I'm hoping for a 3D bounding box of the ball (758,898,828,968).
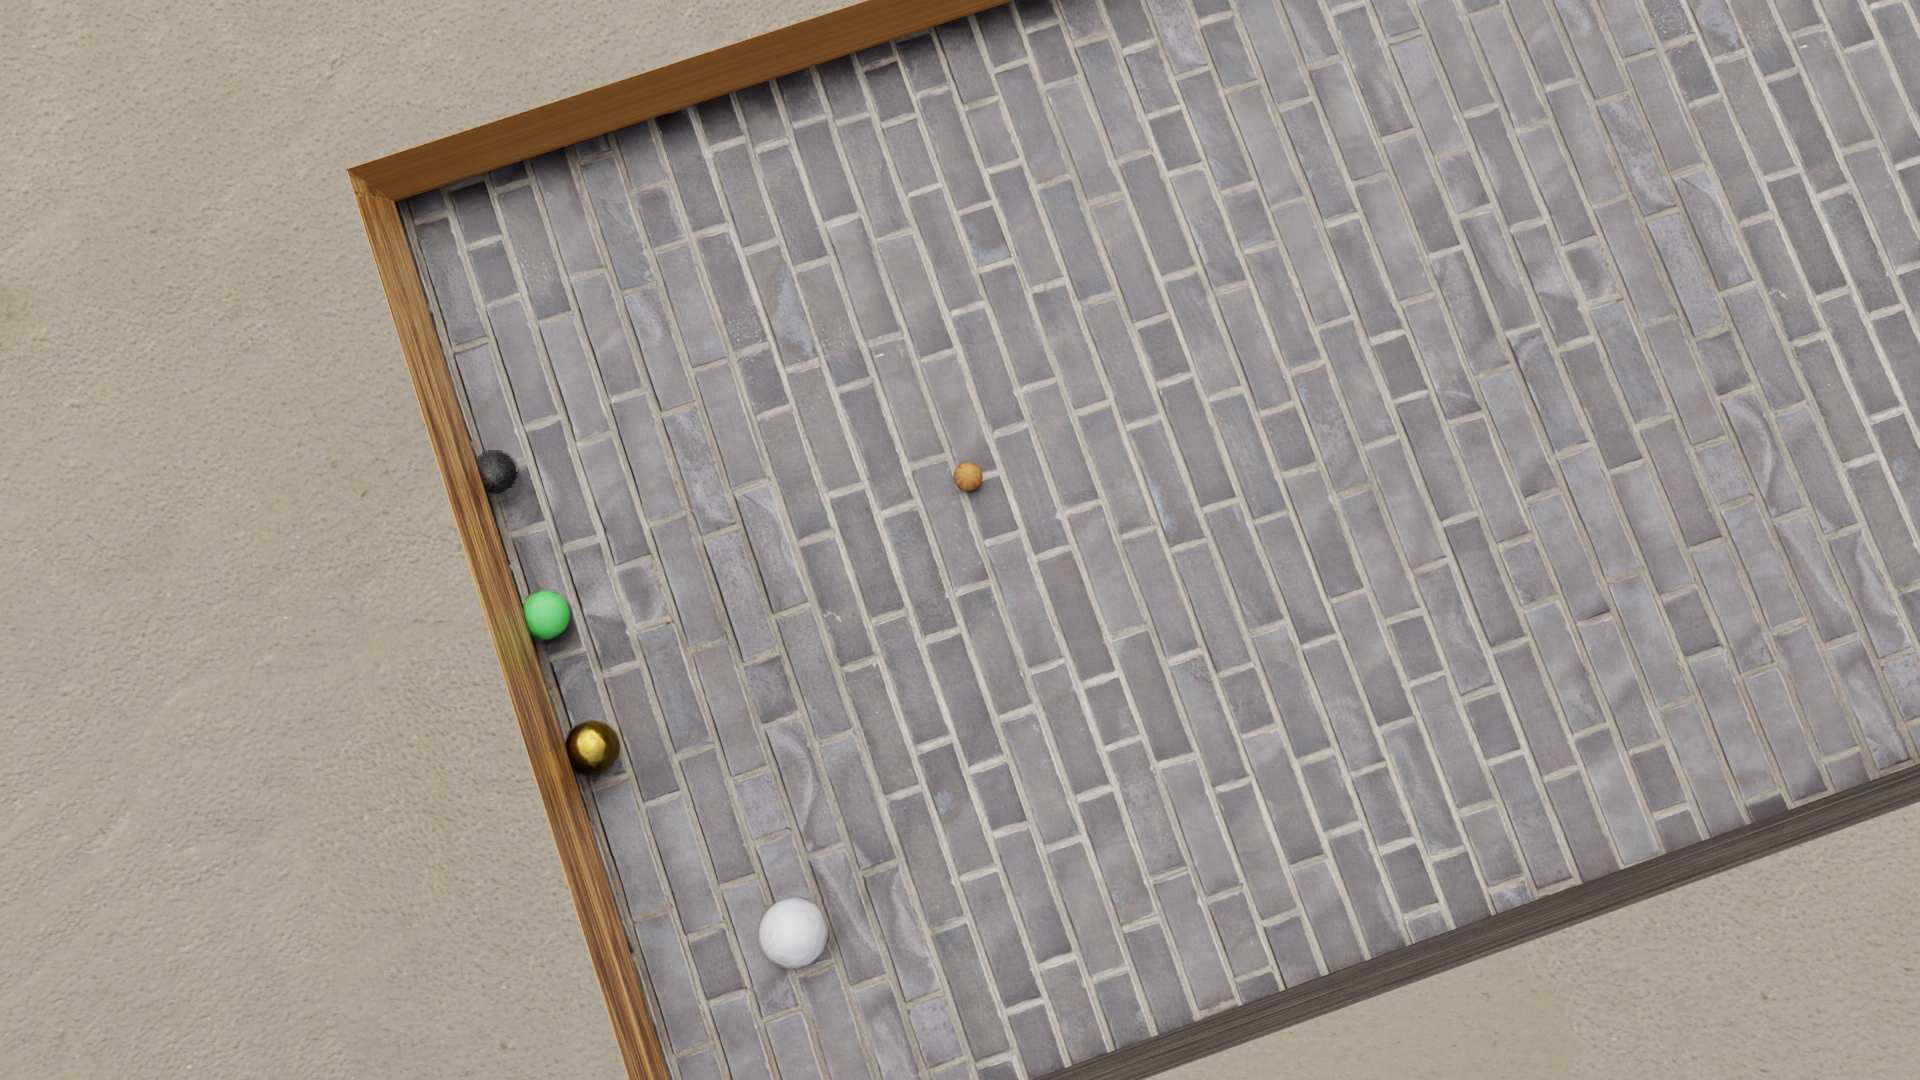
[{"bbox_3d":[-0.240,0.566,3.169,0.099,0.099,0.099,0,80,0],"label":"ball"}]

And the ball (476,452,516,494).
[{"bbox_3d":[-0.700,-0.101,3.311,0.063,0.063,0.063,0,80,0],"label":"ball"}]

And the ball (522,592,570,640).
[{"bbox_3d":[-0.615,0.112,3.267,0.072,0.072,0.072,0,80,0],"label":"ball"}]

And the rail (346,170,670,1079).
[{"bbox_3d":[-0.631,0.209,3.219,0.045,0.129,1.640,-19,80,-3],"label":"rail"}]

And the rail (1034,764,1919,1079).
[{"bbox_3d":[0.914,0.512,3.163,2.765,0.129,0.045,-19,80,-3],"label":"rail"}]

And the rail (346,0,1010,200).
[{"bbox_3d":[0.393,-0.967,3.436,2.765,0.129,0.045,-19,80,-3],"label":"rail"}]

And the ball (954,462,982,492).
[{"bbox_3d":[0.012,-0.096,3.319,0.044,0.044,0.044,0,80,0],"label":"ball"}]

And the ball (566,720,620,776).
[{"bbox_3d":[-0.539,0.305,3.227,0.080,0.080,0.080,0,80,0],"label":"ball"}]
